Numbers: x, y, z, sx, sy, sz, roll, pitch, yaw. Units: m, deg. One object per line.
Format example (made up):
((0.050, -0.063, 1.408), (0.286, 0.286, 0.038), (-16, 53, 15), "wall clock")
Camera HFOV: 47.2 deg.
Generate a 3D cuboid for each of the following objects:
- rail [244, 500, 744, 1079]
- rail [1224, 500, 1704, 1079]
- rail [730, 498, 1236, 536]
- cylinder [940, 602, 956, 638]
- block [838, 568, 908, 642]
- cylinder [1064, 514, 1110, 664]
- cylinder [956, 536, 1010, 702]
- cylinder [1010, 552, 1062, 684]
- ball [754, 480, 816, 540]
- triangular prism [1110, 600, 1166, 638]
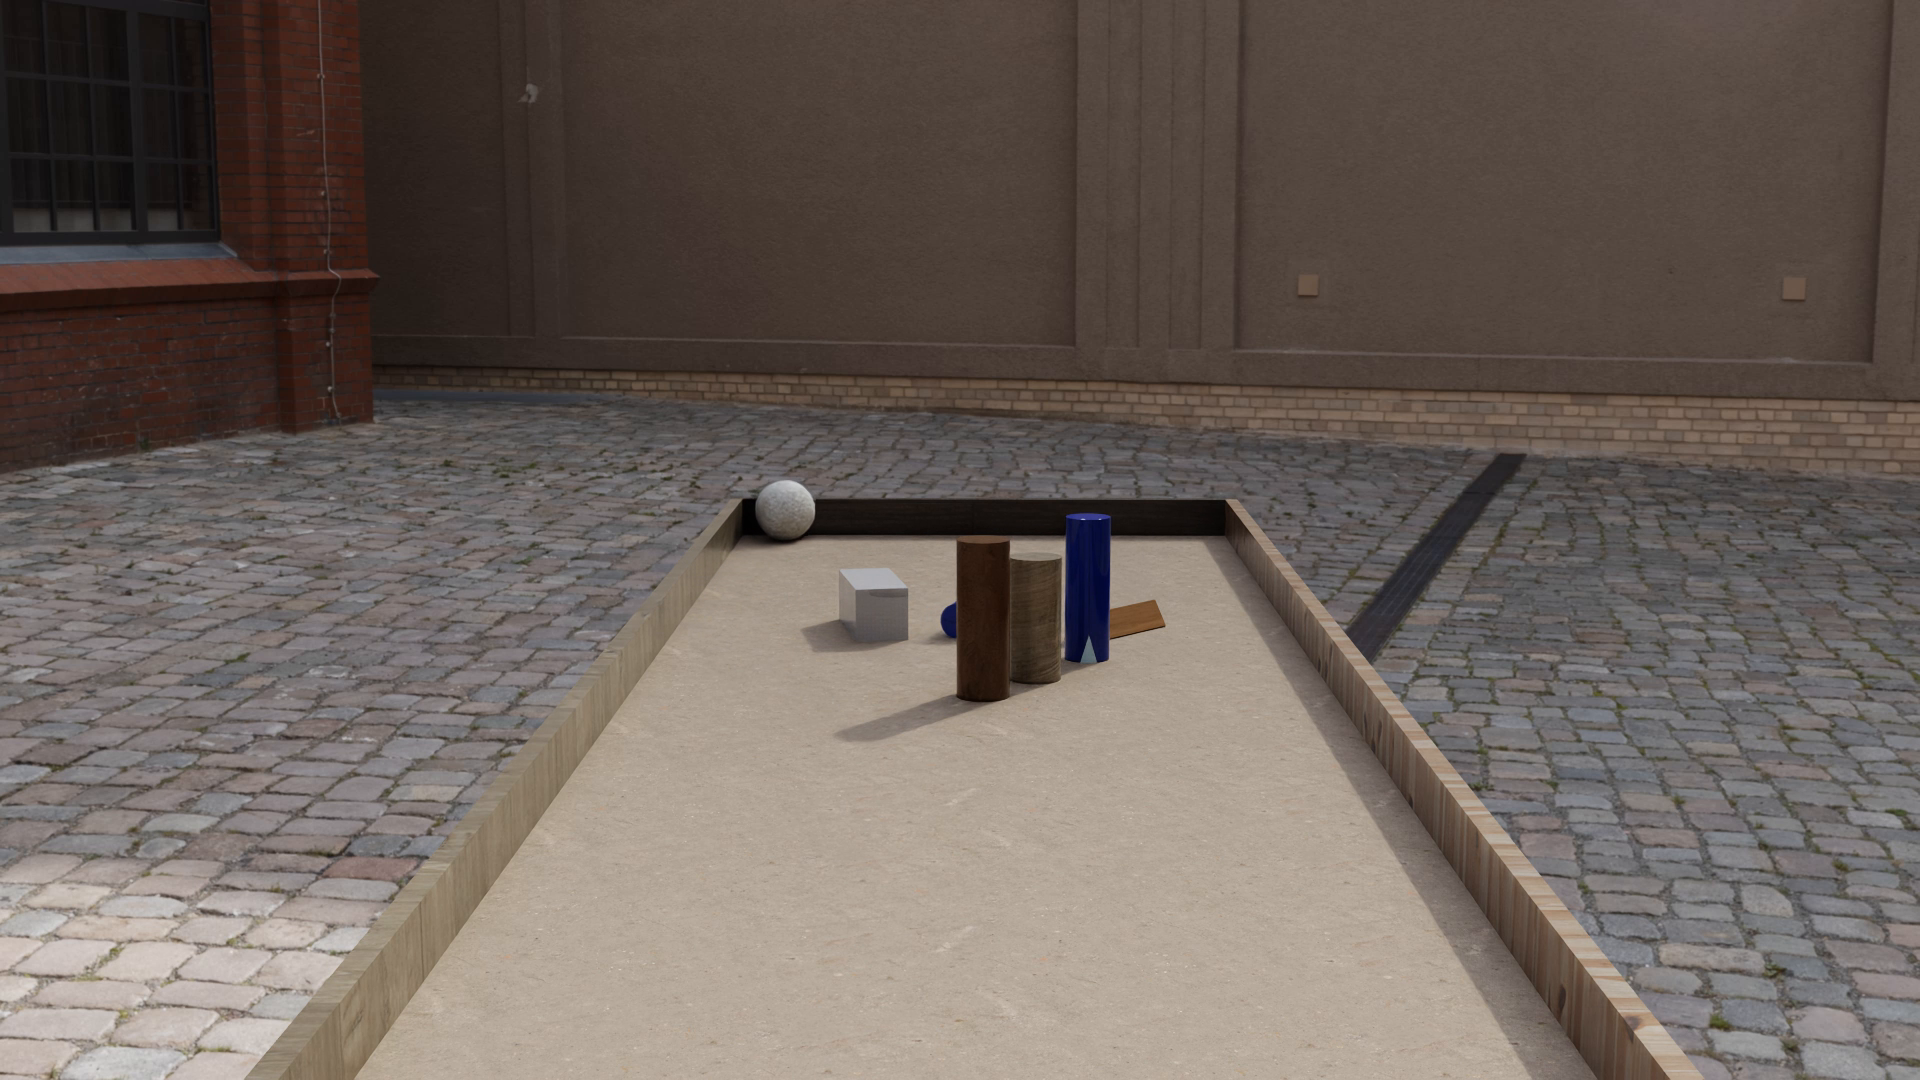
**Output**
((-1.004, 0.839, 3.234), (0.050, 0.150, 12.000), (0, 9, 1), "rail")
((1.046, 0.843, 3.208), (0.050, 0.150, 12.000), (0, 9, 1), "rail")
((0.099, -0.098, 9.147), (2.100, 0.150, 0.050), (0, 9, 1), "rail")
((0.051, 0.229, 7.206), (0.112, 0.112, 0.403), (3, 9, 17), "cylinder")
((-0.284, 0.208, 7.158), (0.168, 0.168, 0.386), (-2, 9, -11), "block")
((0.388, 0.146, 6.692), (0.137, 0.438, 0.137), (0, 9, 0), "cylinder")
((0.065, 0.220, 6.187), (0.151, 0.449, 0.151), (0, 9, 0), "cylinder")
((0.219, 0.227, 6.415), (0.154, 0.363, 0.154), (0, 9, 0), "cylinder")
((-0.715, -0.122, 8.989), (0.247, 0.247, 0.247), (0, 9, 0), "ball")
((0.503, 0.260, 7.093), (0.095, 0.083, 0.402), (9, 12, 42), "triangular prism")
